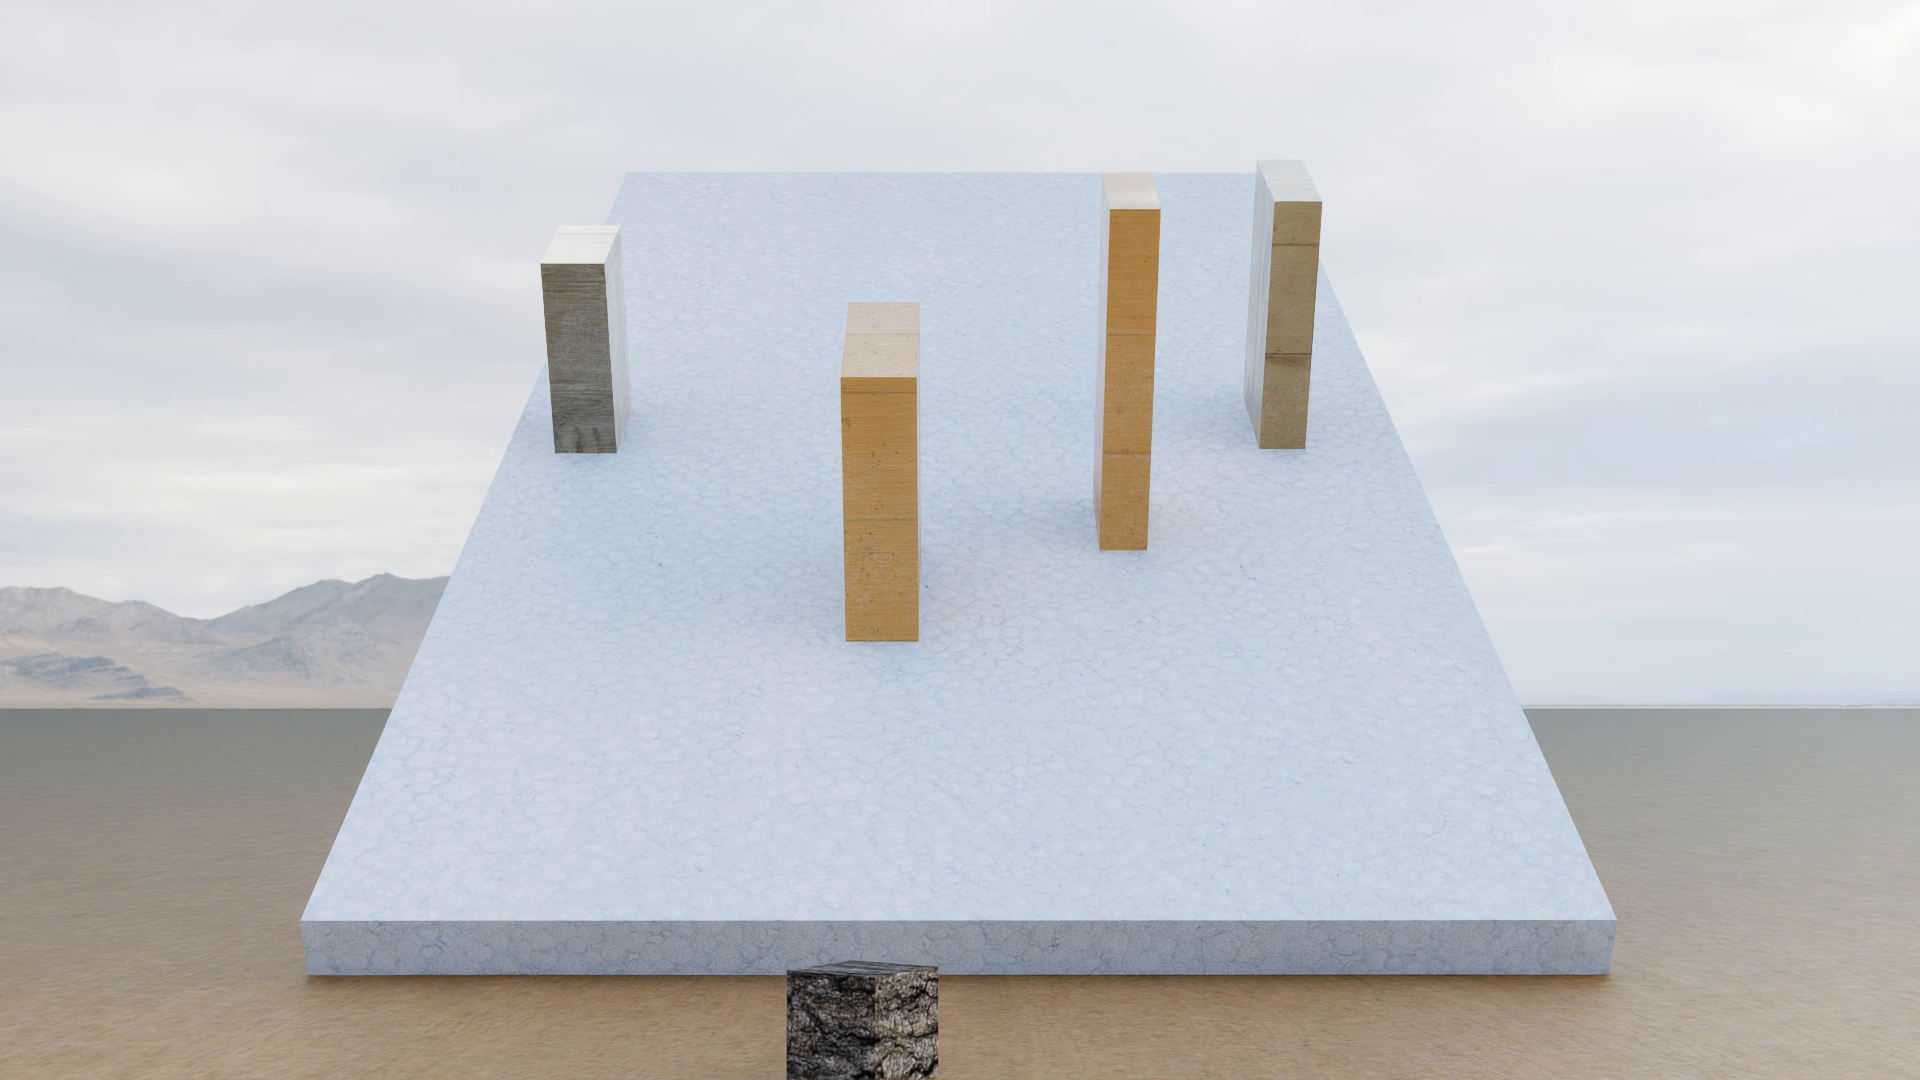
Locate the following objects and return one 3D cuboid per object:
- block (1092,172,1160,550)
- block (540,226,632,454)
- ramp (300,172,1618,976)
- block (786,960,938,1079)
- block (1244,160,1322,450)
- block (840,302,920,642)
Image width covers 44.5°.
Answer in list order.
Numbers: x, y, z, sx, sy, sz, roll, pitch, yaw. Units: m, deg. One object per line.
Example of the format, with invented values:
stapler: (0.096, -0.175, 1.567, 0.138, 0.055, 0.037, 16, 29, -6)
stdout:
block: (0.331, -0.356, 4.704, 0.097, 0.716, 0.246, 0, 25, 0)
block: (-0.828, -0.448, 5.217, 0.137, 0.440, 0.267, 0, 25, 0)
ramp: (-0.009, -0.229, 5.391, 2.000, 0.100, 4.000, 0, 25, 0)
block: (-0.108, 0.539, 2.614, 0.121, 0.121, 0.121, -3, -5, 33)
block: (0.718, -0.529, 5.243, 0.102, 0.571, 0.319, 0, 25, 0)
block: (-0.146, -0.134, 4.450, 0.136, 0.529, 0.398, 0, 25, 0)
